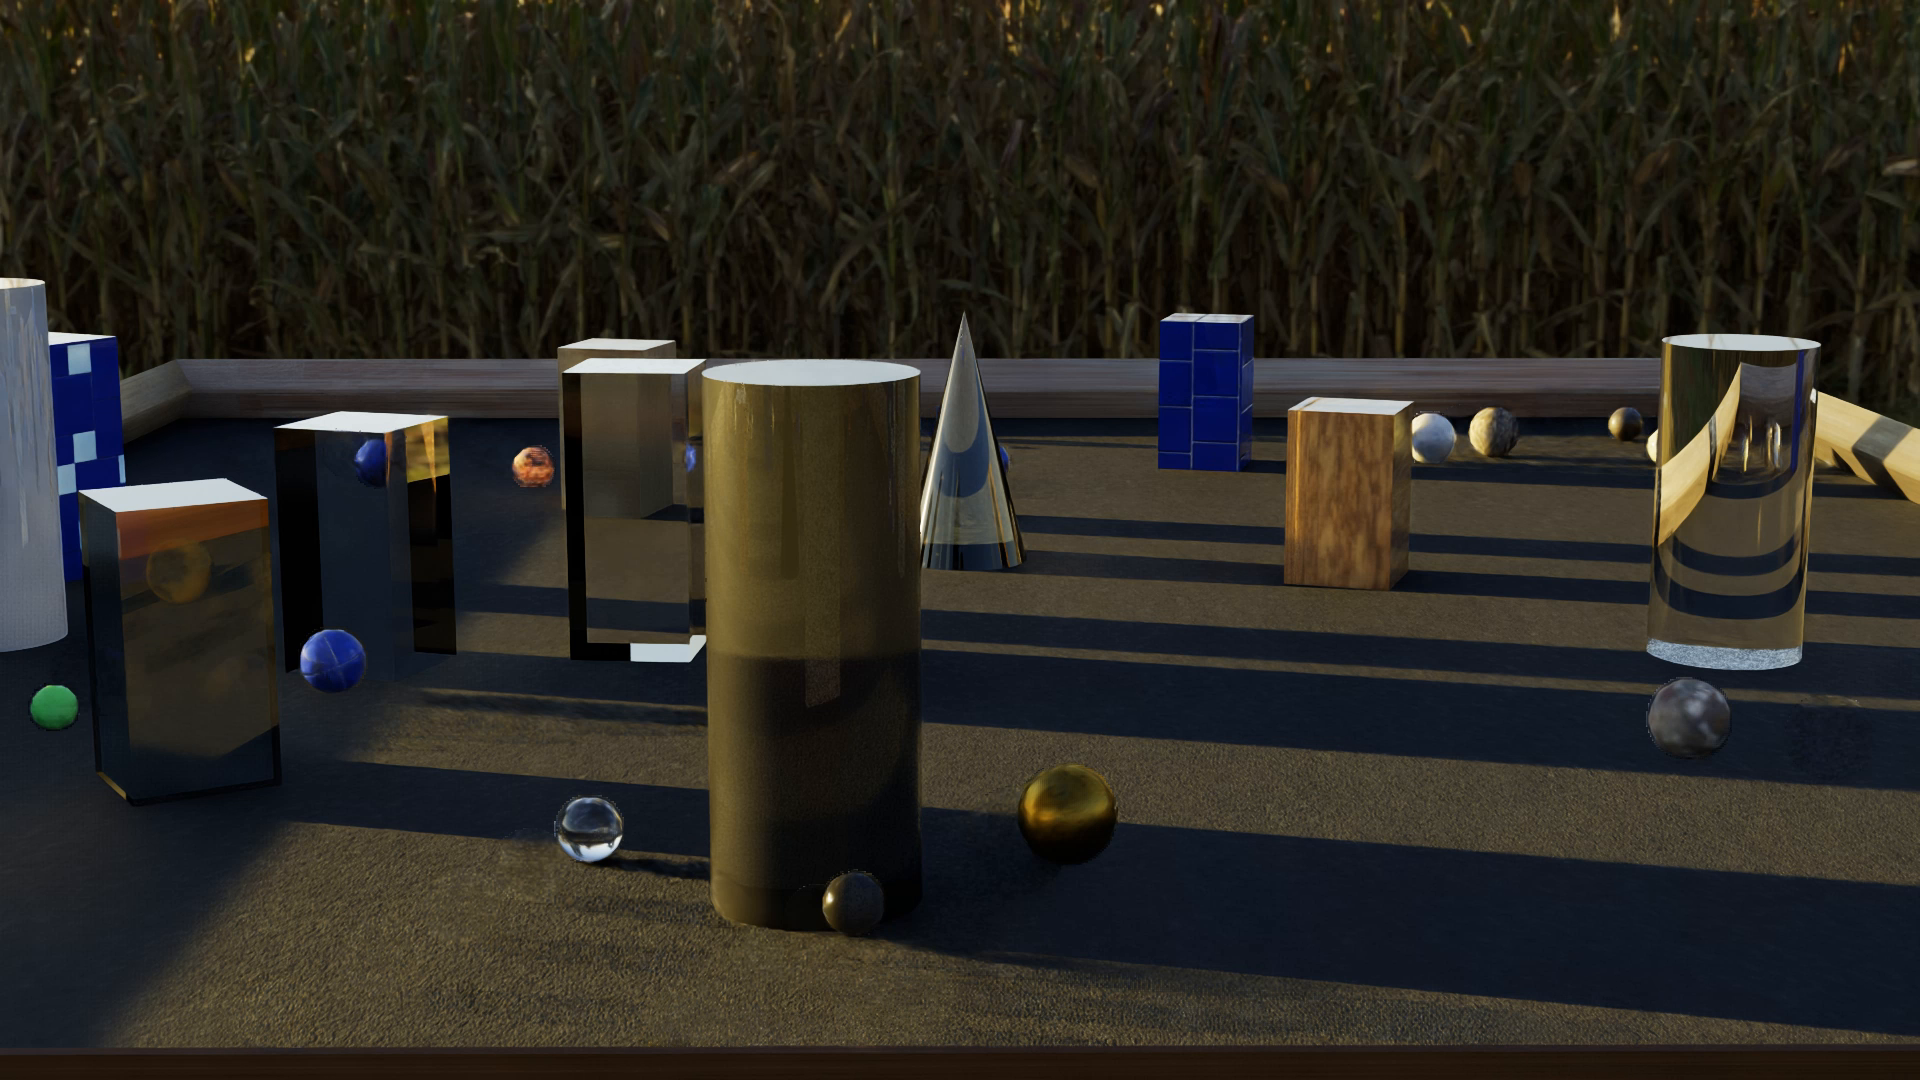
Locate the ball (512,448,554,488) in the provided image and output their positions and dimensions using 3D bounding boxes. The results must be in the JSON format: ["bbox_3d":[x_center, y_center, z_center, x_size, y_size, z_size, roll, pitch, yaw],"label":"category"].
[{"bbox_3d":[-0.736,-0.125,4.428,0.071,0.071,0.071,0,11,0],"label":"ball"}]

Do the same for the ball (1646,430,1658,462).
[{"bbox_3d":[1.286,-0.170,4.663,0.072,0.072,0.072,0,11,0],"label":"ball"}]

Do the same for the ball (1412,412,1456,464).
[{"bbox_3d":[0.859,-0.186,4.691,0.093,0.093,0.093,0,11,0],"label":"ball"}]

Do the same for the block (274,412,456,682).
[{"bbox_3d":[-0.719,0.005,3.112,0.149,0.299,0.149,3,11,17],"label":"block"}]

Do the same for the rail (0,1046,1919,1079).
[{"bbox_3d":[0.011,0.371,1.628,3.205,0.121,0.045,0,11,0],"label":"rail"}]

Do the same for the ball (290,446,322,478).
[{"bbox_3d":[-1.157,-0.138,4.540,0.055,0.055,0.055,0,11,0],"label":"ball"}]

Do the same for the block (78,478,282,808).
[{"bbox_3d":[-0.793,0.100,2.610,0.149,0.296,0.149,-7,12,-32],"label":"block"}]

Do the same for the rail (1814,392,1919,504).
[{"bbox_3d":[1.579,0.029,3.458,0.045,0.121,3.753,0,11,0],"label":"rail"}]

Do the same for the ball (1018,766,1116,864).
[{"bbox_3d":[0.098,0.252,2.355,0.090,0.090,0.090,0,11,0],"label":"ball"}]

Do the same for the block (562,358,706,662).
[{"bbox_3d":[-0.400,-0.040,3.194,0.149,0.356,0.149,1,11,4],"label":"block"}]

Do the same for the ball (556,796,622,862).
[{"bbox_3d":[-0.341,0.266,2.360,0.060,0.060,0.060,0,11,0],"label":"ball"}]

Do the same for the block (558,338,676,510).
[{"bbox_3d":[-0.564,-0.191,4.247,0.149,0.267,0.149,3,11,14],"label":"block"}]

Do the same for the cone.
[{"bbox_3d":[0.006,-0.154,3.770,0.186,0.368,0.186,0,11,0],"label":"cone"}]

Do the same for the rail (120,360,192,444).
[{"bbox_3d":[-1.579,0.033,3.441,0.045,0.121,3.753,0,11,0],"label":"rail"}]

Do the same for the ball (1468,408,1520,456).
[{"bbox_3d":[0.994,-0.201,4.775,0.092,0.092,0.092,0,11,0],"label":"ball"}]

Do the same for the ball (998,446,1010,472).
[{"bbox_3d":[0.055,-0.137,4.508,0.065,0.065,0.065,0,11,0],"label":"ball"}]

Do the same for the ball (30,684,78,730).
[{"bbox_3d":[-0.998,0.185,2.827,0.050,0.050,0.050,0,11,0],"label":"ball"}]

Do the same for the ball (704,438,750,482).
[{"bbox_3d":[-0.408,-0.140,4.484,0.078,0.078,0.078,0,11,0],"label":"ball"}]

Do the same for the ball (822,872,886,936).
[{"bbox_3d":[-0.089,0.305,2.148,0.053,0.053,0.053,0,11,0],"label":"ball"}]

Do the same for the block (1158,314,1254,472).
[{"bbox_3d":[0.449,-0.271,4.672,0.149,0.267,0.149,3,11,14],"label":"block"}]

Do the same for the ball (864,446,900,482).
[{"bbox_3d":[-0.136,-0.133,4.491,0.063,0.063,0.063,0,11,0],"label":"ball"}]

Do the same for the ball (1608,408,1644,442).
[{"bbox_3d":[1.291,-0.225,4.974,0.066,0.066,0.066,0,11,0],"label":"ball"}]

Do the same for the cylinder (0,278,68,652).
[{"bbox_3d":[-1.240,-0.097,3.241,0.186,0.451,0.186,0,11,0],"label":"cylinder"}]

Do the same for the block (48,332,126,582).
[{"bbox_3d":[-1.309,-0.120,3.676,0.149,0.337,0.149,5,12,27],"label":"block"}]

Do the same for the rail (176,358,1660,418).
[{"bbox_3d":[-0.011,-0.309,5.271,3.205,0.121,0.045,0,11,0],"label":"rail"}]

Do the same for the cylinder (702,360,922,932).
[{"bbox_3d":[-0.126,0.086,2.223,0.186,0.465,0.186,0,11,0],"label":"cylinder"}]

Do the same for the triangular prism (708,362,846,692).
[{"bbox_3d":[-0.196,-0.020,3.052,0.161,0.369,0.140,3,11,13],"label":"triangular prism"}]

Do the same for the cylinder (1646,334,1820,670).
[{"bbox_3d":[0.952,-0.050,3.163,0.186,0.388,0.186,0,11,0],"label":"cylinder"}]

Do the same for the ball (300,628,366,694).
[{"bbox_3d":[-0.731,0.141,2.990,0.076,0.076,0.076,0,11,0],"label":"ball"}]

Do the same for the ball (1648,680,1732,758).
[{"bbox_3d":[0.771,0.189,2.710,0.084,0.084,0.084,0,11,0],"label":"ball"}]

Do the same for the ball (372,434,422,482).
[{"bbox_3d":[-0.986,-0.144,4.496,0.083,0.083,0.083,0,11,0],"label":"ball"}]

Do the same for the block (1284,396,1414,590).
[{"bbox_3d":[0.552,-0.068,3.643,0.149,0.247,0.149,4,11,19],"label":"block"}]
